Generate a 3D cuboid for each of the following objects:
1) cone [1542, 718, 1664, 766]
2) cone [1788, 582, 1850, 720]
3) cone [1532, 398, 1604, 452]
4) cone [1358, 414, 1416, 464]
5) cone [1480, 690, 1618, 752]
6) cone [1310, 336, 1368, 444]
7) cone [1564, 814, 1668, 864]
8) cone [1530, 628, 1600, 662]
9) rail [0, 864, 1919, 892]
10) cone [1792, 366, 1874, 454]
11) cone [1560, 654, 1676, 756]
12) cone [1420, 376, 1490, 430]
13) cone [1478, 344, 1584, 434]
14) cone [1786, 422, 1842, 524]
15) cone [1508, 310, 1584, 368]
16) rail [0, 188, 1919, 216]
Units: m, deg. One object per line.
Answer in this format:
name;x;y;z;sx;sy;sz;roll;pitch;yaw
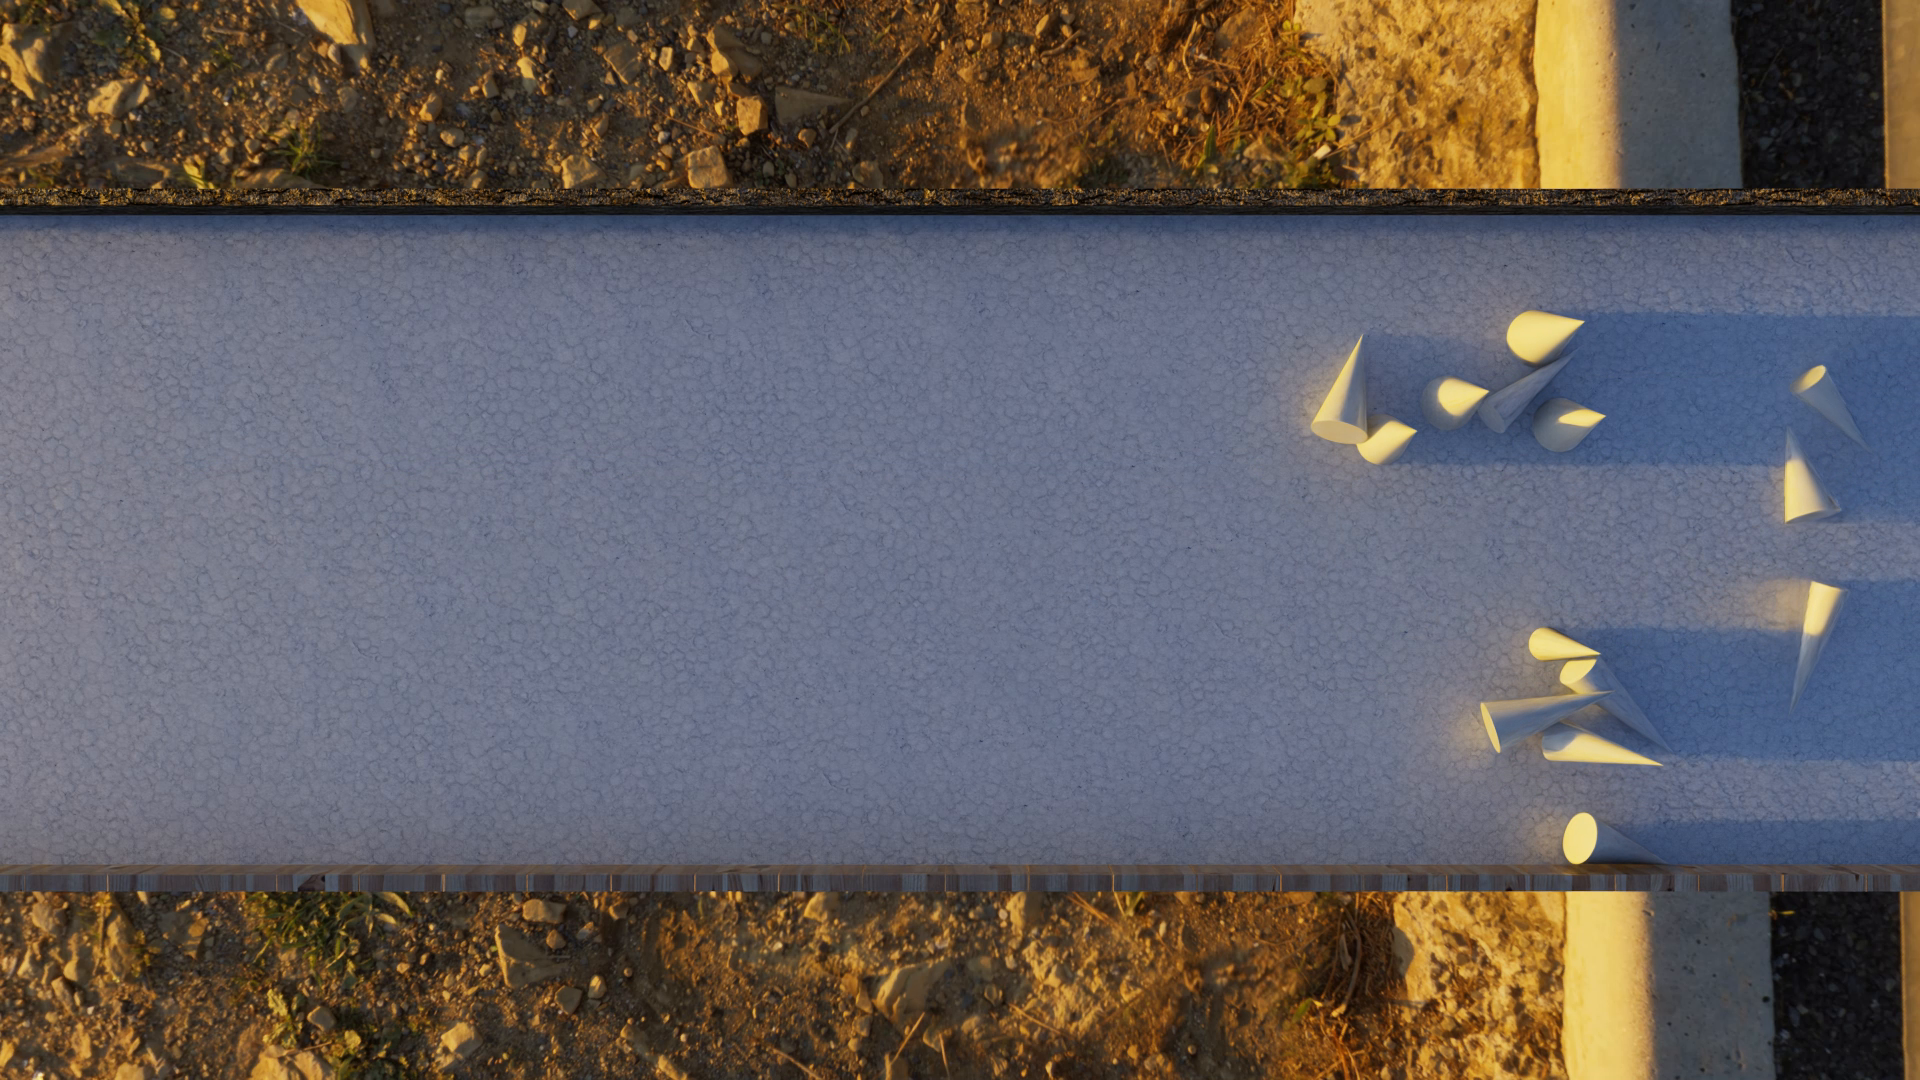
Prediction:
cone;1.924;0.628;4.897;0.138;0.350;0.138;-7;102;-37
cone;2.600;0.352;5.049;0.110;0.110;0.438;14;97;0
cone;1.846;-0.355;4.894;0.168;0.364;0.168;0;90;0
cone;1.298;-0.310;4.881;0.157;0.391;0.157;0;90;0
cone;1.795;0.510;4.977;0.395;0.157;0.157;-18;90;6
cone;1.194;-0.481;5.035;0.173;0.173;0.333;17;75;0
cone;2.034;0.952;5.038;0.333;0.156;0.156;17;90;-13
cone;1.805;0.321;4.859;0.106;0.435;0.106;0;90;0
rail;-2.247;1.025;5.001;12.000;0.150;0.050;0;90;0
cone;2.700;-0.374;5.049;0.335;0.112;0.112;45;90;-10
cone;2.041;0.525;5.042;0.437;0.139;0.139;41;90;-9
cone;1.503;-0.423;4.879;0.169;0.395;0.169;0;90;0
cone;1.768;-0.488;5.047;0.388;0.118;0.118;-37;90;-9
cone;2.567;-0.217;5.038;0.156;0.156;0.303;-9;75;0
cone;1.772;-0.620;4.877;0.176;0.400;0.176;0;90;0
rail;-2.247;-1.025;5.002;12.000;0.150;0.050;0;90;0
